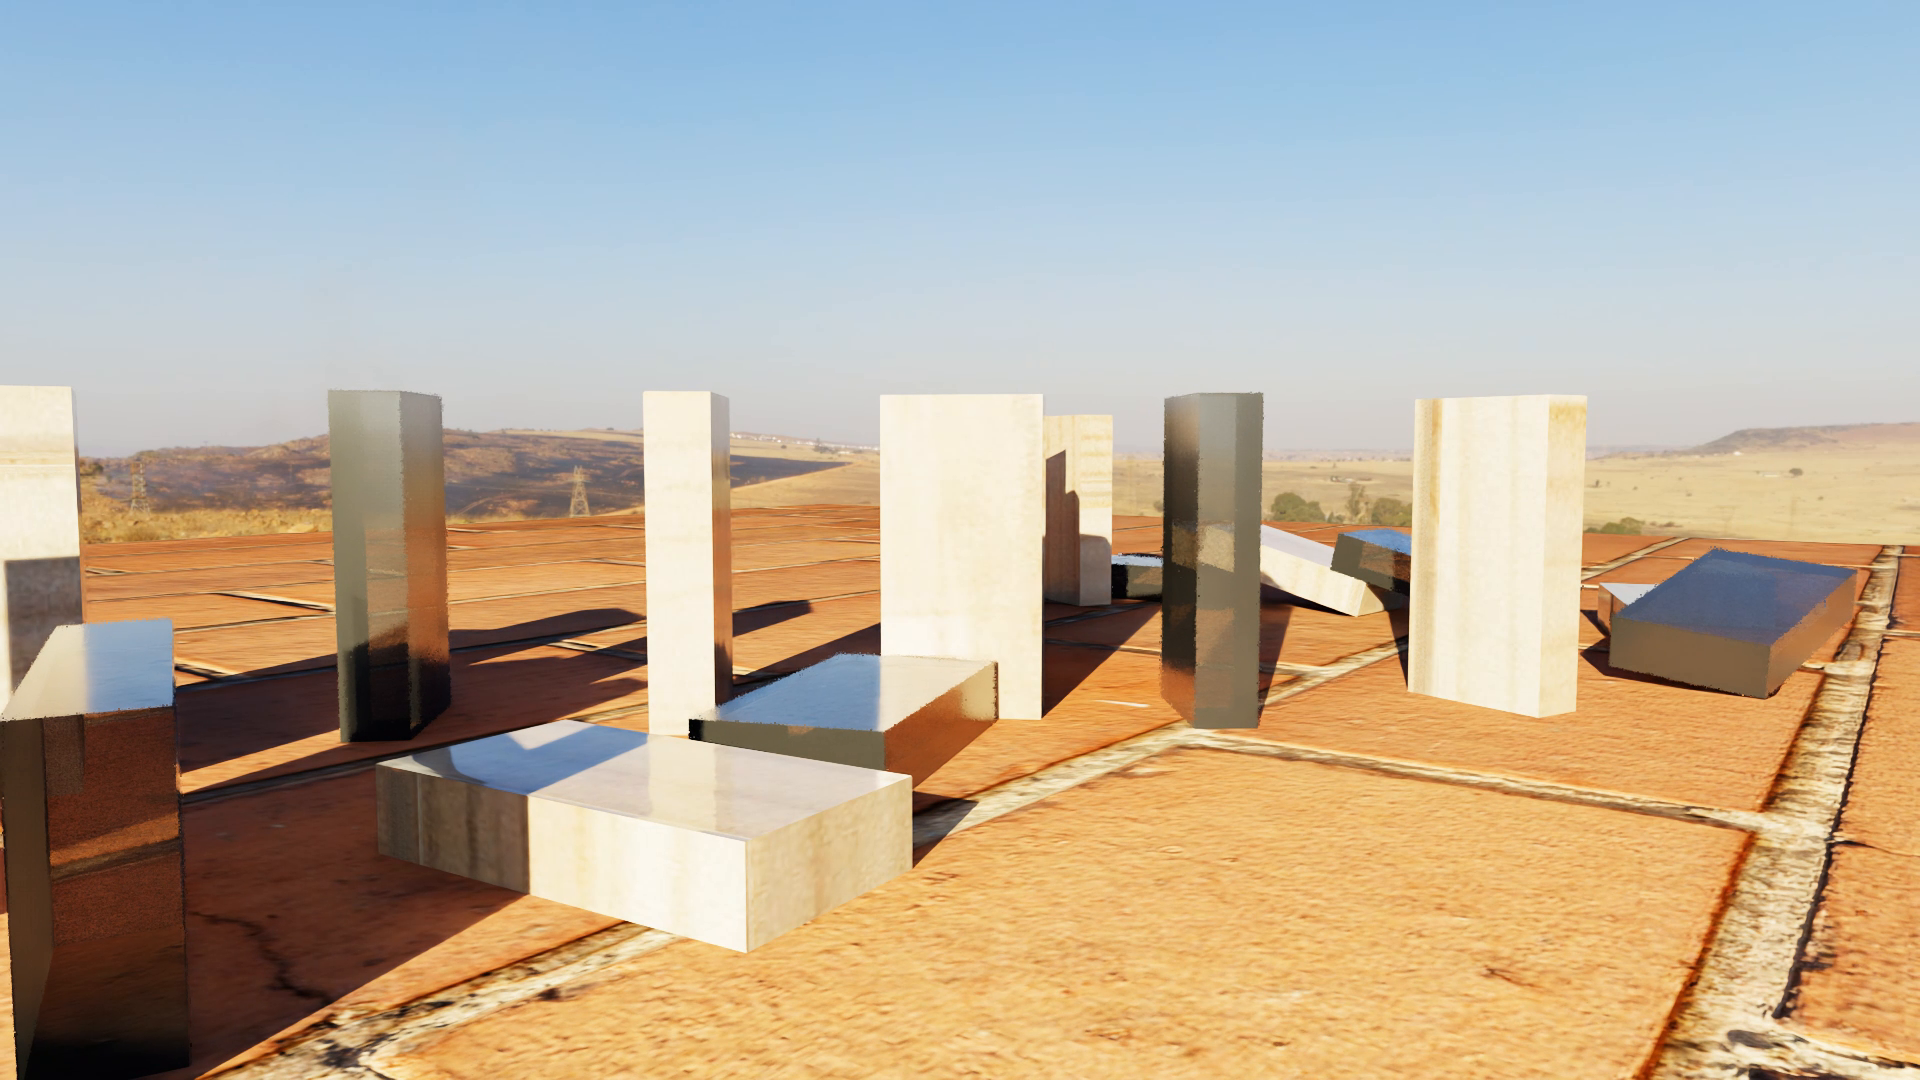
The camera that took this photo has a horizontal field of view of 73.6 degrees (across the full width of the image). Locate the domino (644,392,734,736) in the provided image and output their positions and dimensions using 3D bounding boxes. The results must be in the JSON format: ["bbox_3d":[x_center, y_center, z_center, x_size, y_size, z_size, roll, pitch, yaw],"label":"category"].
[{"bbox_3d":[-0.042,0.003,0.198,0.009,0.050,0.025,0,4,-4],"label":"domino"}]

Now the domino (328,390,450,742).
[{"bbox_3d":[-0.086,0.003,0.194,0.009,0.050,0.025,-1,4,-9],"label":"domino"}]

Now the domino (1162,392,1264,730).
[{"bbox_3d":[0.039,0.002,0.202,0.009,0.050,0.025,0,4,-3],"label":"domino"}]

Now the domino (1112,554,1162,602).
[{"bbox_3d":[0.053,0.011,0.361,0.050,0.010,0.025,3,5,36],"label":"domino"}]

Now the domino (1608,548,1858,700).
[{"bbox_3d":[0.144,0.014,0.237,0.050,0.009,0.025,-18,21,-40],"label":"domino"}]

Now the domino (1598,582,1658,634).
[{"bbox_3d":[0.155,0.017,0.278,0.025,0.010,0.050,2,5,20],"label":"domino"}]

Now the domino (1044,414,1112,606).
[{"bbox_3d":[0.031,-0.009,0.348,0.010,0.050,0.025,-2,5,-25],"label":"domino"}]

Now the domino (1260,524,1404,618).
[{"bbox_3d":[0.089,0.006,0.340,0.050,0.009,0.025,22,18,40],"label":"domino"}]

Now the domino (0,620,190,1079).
[{"bbox_3d":[-0.070,0.022,0.106,0.009,0.025,0.050,-3,5,-31],"label":"domino"}]

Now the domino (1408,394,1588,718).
[{"bbox_3d":[0.088,0.002,0.211,0.009,0.050,0.025,-3,5,-31],"label":"domino"}]

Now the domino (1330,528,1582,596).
[{"bbox_3d":[0.118,0.009,0.308,0.025,0.009,0.050,-4,19,-44],"label":"domino"}]

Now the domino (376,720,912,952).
[{"bbox_3d":[-0.033,0.028,0.131,0.050,0.010,0.025,3,5,31],"label":"domino"}]

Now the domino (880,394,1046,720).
[{"bbox_3d":[0.001,0.002,0.203,0.025,0.050,0.010,1,4,7],"label":"domino"}]

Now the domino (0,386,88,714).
[{"bbox_3d":[-0.128,0.004,0.179,0.009,0.050,0.025,-3,5,-33],"label":"domino"}]

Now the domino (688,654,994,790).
[{"bbox_3d":[-0.014,0.025,0.175,0.025,0.009,0.050,1,4,16],"label":"domino"}]
